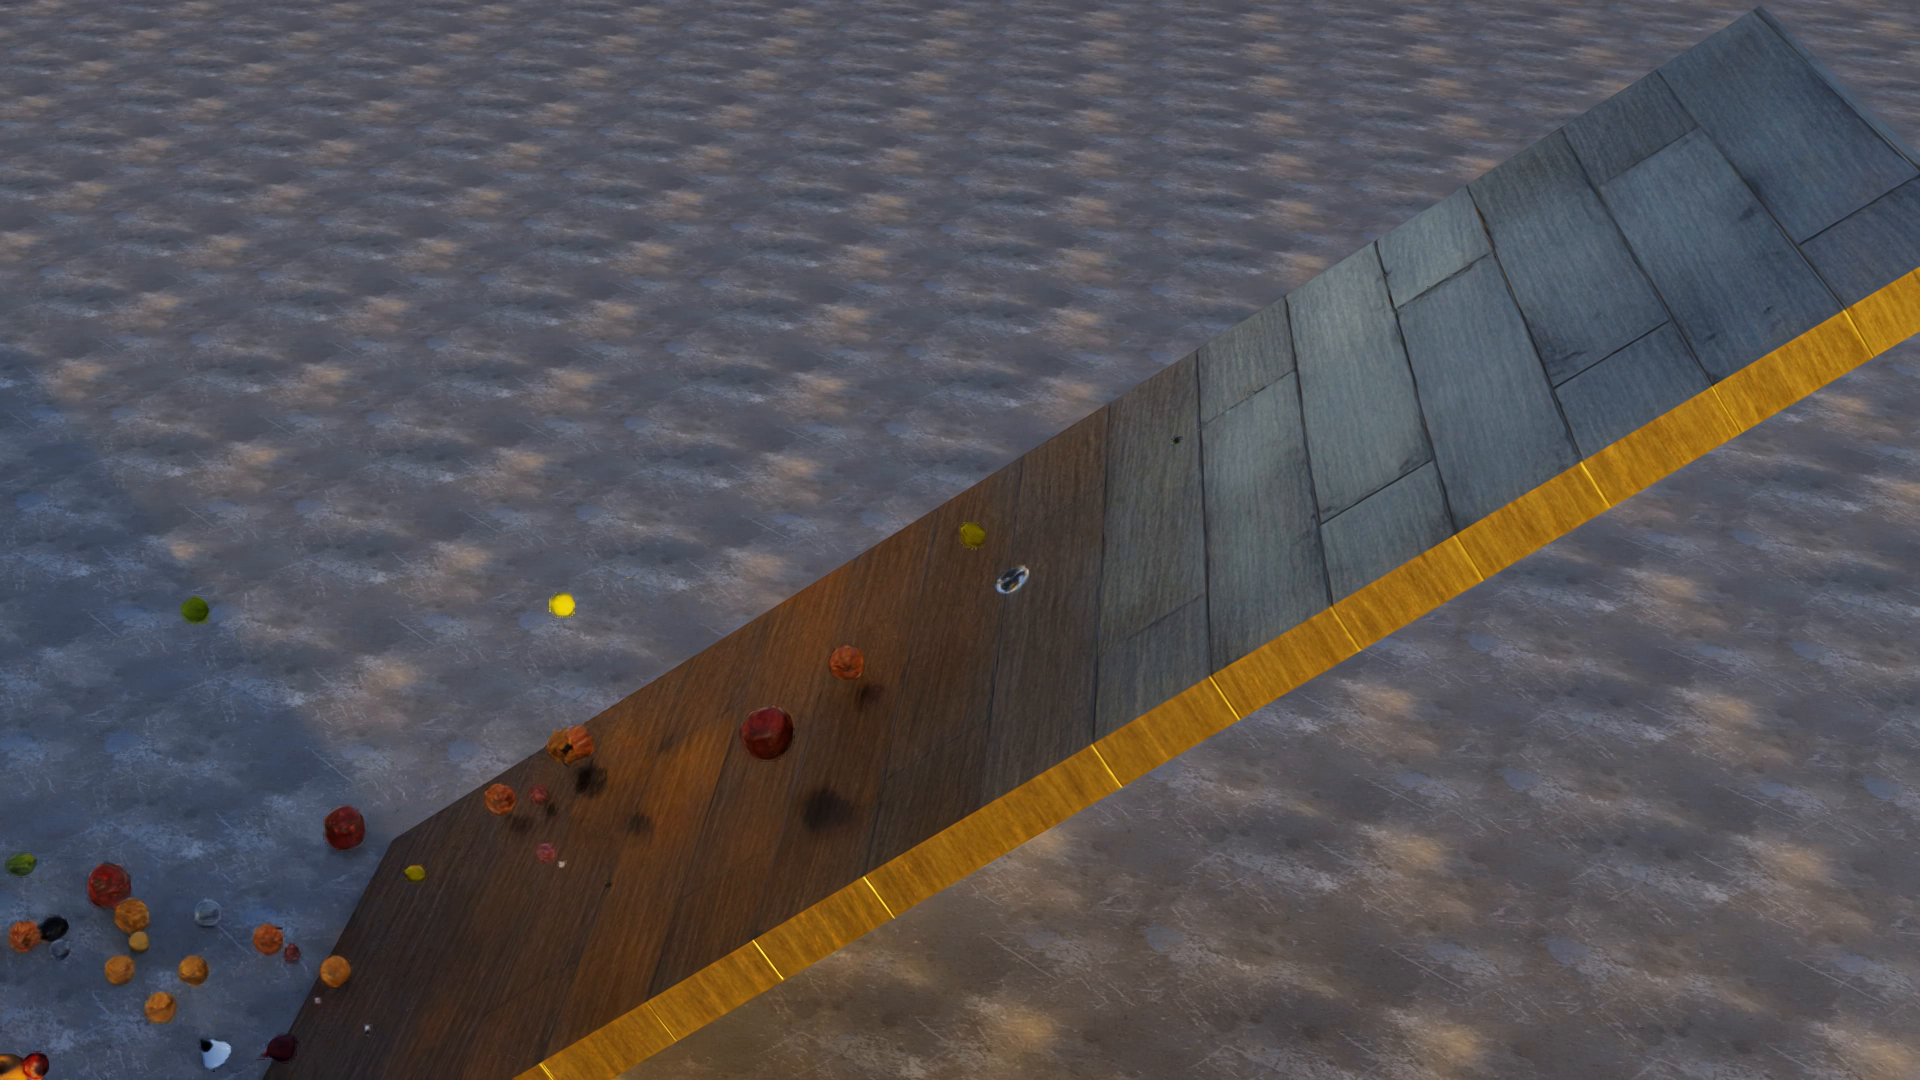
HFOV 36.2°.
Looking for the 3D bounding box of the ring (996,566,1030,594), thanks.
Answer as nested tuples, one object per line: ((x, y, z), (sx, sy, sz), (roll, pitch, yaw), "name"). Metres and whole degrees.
((0.114, 0.087, 6.365), (0.083, 0.028, 0.083), (-32, 17, 11), "ring")

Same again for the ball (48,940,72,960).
((-2.223, 1.013, 7.264), (0.053, 0.053, 0.053), (0, 21, 0), "ball")

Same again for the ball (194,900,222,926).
((-1.900, 0.942, 7.431), (0.067, 0.067, 0.067), (0, 21, 0), "ball")

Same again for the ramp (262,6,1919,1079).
((0.139, 0.171, 6.298), (4.000, 0.100, 2.000), (-31, 16, 14), "ramp")

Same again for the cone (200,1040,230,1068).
((-1.727, 1.164, 6.754), (0.072, 0.072, 0.072), (-15, 46, 16), "cone")

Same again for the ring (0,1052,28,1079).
((-2.204, 1.221, 6.716), (0.146, 0.049, 0.146), (1, 21, 0), "ring")

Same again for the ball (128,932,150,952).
((-2.039, 0.998, 7.306), (0.051, 0.051, 0.051), (0, 21, 0), "ball")
